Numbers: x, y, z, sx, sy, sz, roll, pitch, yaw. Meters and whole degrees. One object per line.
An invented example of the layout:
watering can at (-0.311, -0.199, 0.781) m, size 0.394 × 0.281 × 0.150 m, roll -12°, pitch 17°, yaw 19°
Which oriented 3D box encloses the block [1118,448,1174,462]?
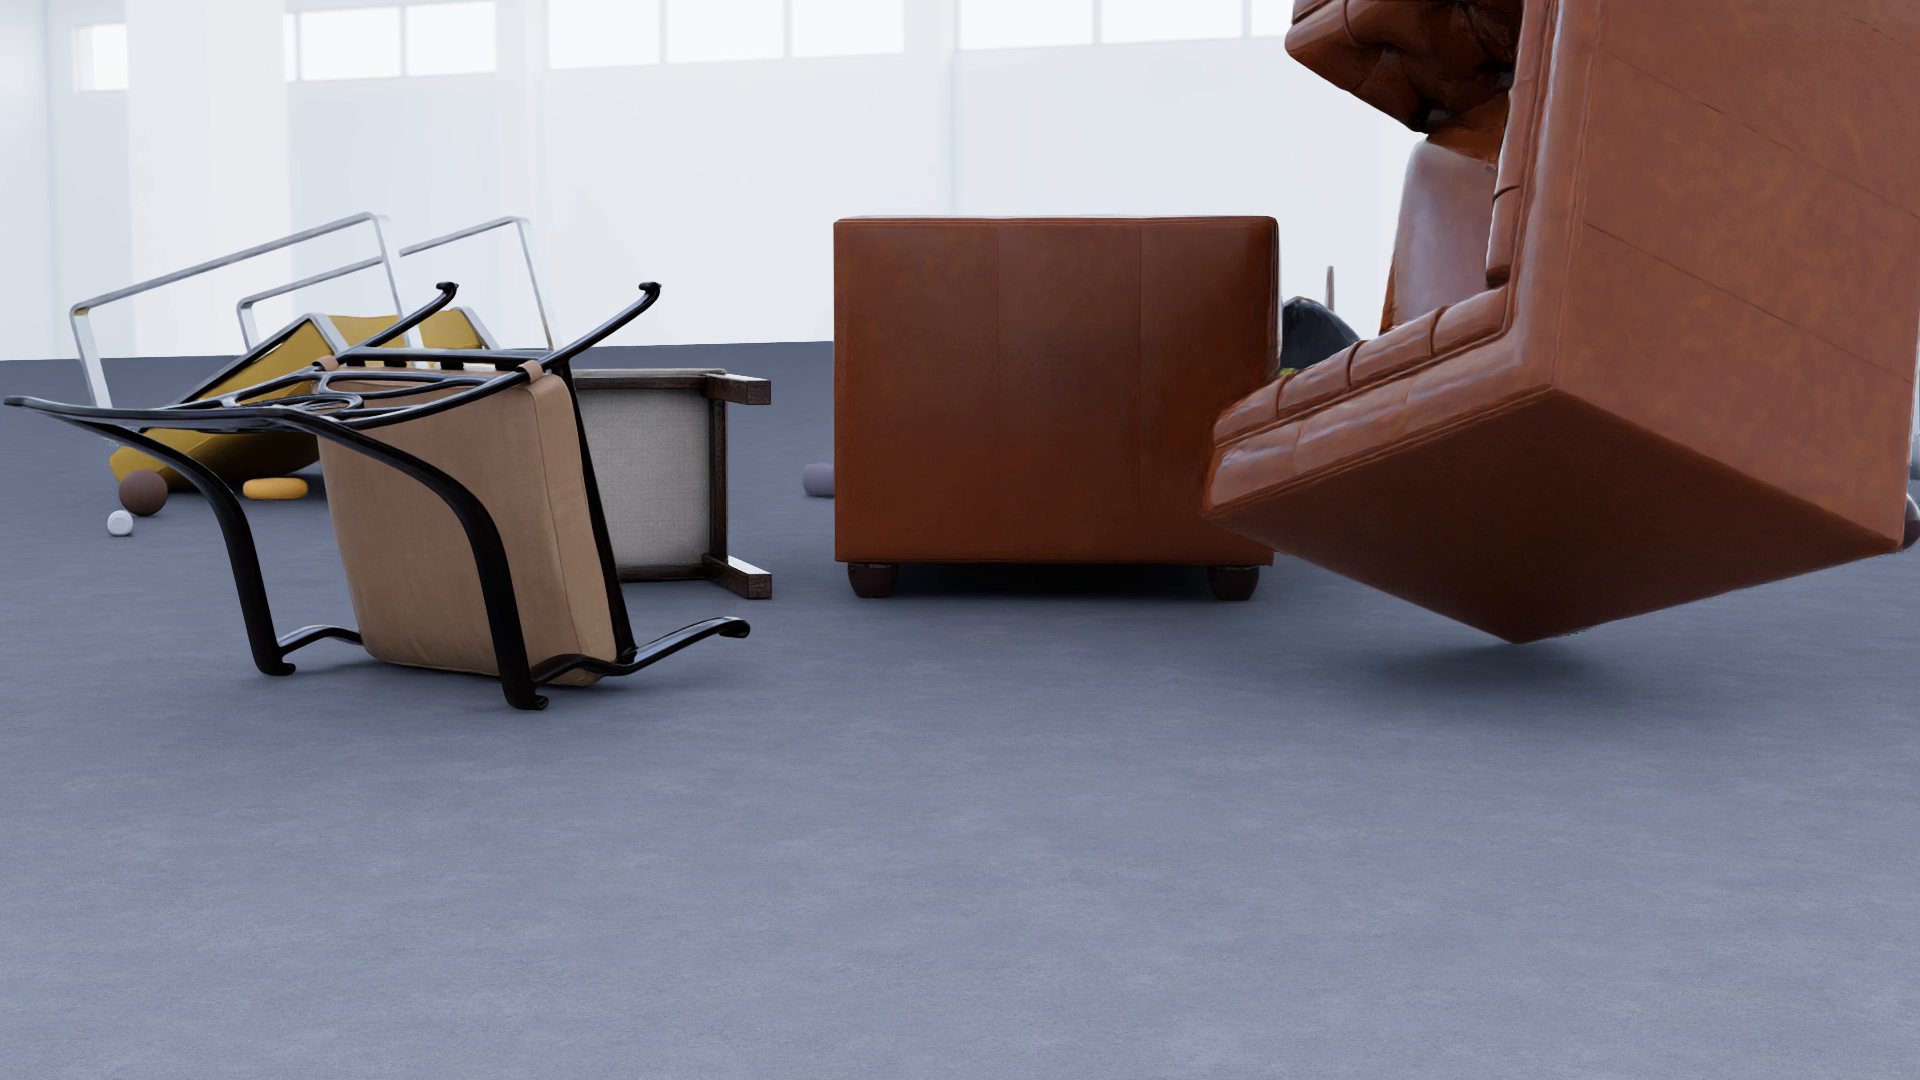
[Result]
block at (0.514, -0.159, 7.114) m, size 0.150 × 0.173 × 0.224 m, roll 0°, pitch 6°, yaw 2°

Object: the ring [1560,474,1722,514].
ring at (1.791, -0.101, 6.750) m, size 0.426 × 0.136 × 0.300 m, roll 1°, pitch 5°, yaw -1°

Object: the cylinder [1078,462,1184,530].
cylinder at (0.452, -0.119, 6.795) m, size 0.294 × 0.159 × 0.244 m, roll -3°, pitch 6°, yaw -23°

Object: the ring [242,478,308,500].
ring at (-2.026, -0.151, 7.591) m, size 0.192 × 0.060 × 0.147 m, roll 0°, pitch 5°, yaw 5°

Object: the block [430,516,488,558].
block at (-1.190, -0.009, 6.093) m, size 0.111 × 0.084 × 0.135 m, roll -2°, pitch 6°, yaw -21°

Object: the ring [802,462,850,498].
ring at (-0.401, -0.181, 7.702) m, size 0.115 × 0.095 × 0.223 m, roll -5°, pitch 7°, yaw -30°

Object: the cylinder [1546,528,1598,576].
cylinder at (1.355, 0.025, 5.678) m, size 0.083 × 0.101 × 0.087 m, roll -4°, pitch 2°, yaw 38°

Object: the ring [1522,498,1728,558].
ring at (1.597, -0.029, 6.175) m, size 0.483 × 0.108 × 0.452 m, roll 4°, pitch 8°, yaw 28°
